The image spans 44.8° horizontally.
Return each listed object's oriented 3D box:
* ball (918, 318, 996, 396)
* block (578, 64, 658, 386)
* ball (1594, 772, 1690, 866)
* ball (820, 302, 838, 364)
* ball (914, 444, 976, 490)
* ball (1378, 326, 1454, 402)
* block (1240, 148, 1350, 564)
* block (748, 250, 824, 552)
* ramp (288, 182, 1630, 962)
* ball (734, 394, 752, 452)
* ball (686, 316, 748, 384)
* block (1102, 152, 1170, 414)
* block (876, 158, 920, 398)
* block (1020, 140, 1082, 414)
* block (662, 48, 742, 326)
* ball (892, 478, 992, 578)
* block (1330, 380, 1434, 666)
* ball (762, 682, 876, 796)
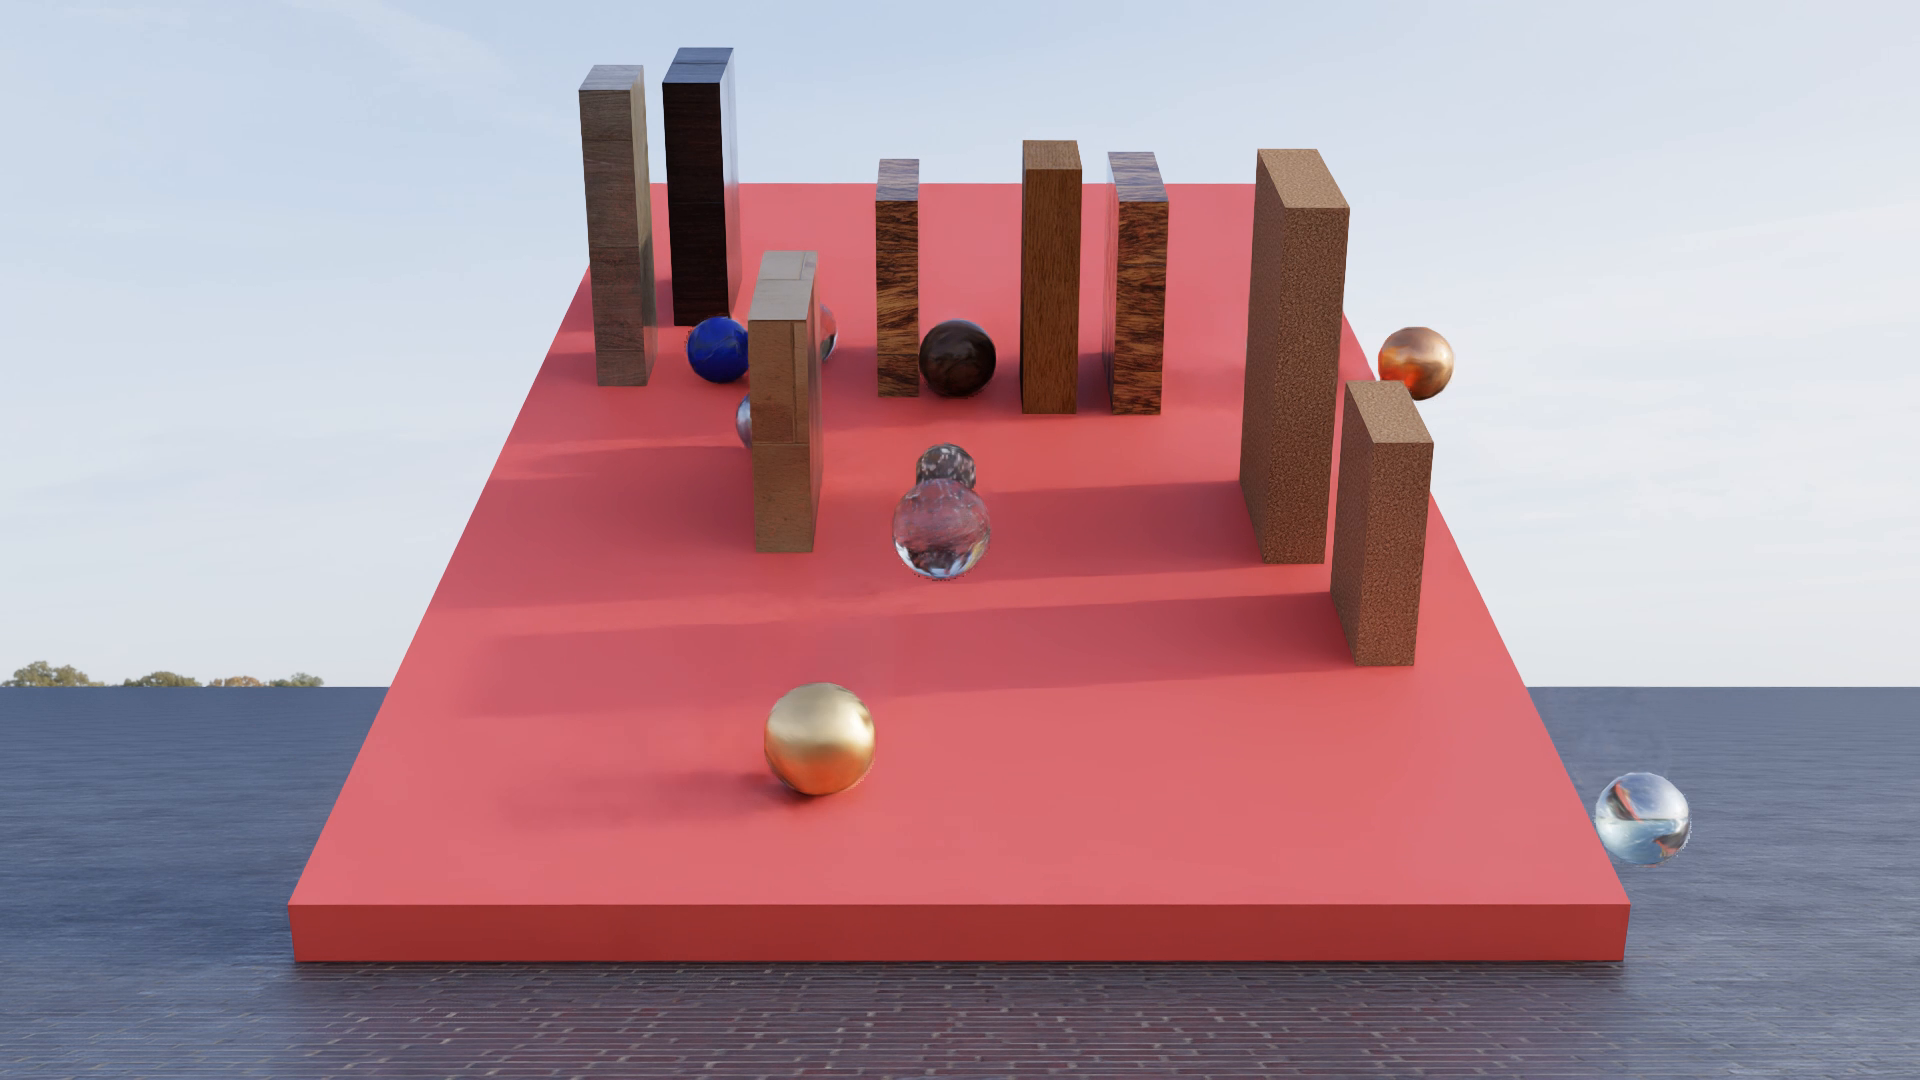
[{"bbox_3d":[-0.006,-0.423,5.403,0.181,0.181,0.181,0,-3,0],"label":"ball"},{"bbox_3d":[-0.796,-0.735,5.454,0.115,0.705,0.251,0,24,0],"label":"block"},{"bbox_3d":[1.273,0.520,4.345,0.172,0.172,0.172,0,-3,0],"label":"ball"},{"bbox_3d":[-0.379,-0.497,5.577,0.171,0.171,0.171,0,-3,0],"label":"ball"},{"bbox_3d":[-0.029,-0.136,4.826,0.128,0.128,0.128,0,-3,0],"label":"ball"},{"bbox_3d":[1.065,-0.412,5.442,0.177,0.177,0.177,0,-3,0],"label":"ball"},{"bbox_3d":[0.657,-0.370,4.626,0.119,0.721,0.427,0,24,0],"label":"block"},{"bbox_3d":[-0.350,-0.287,4.724,0.112,0.486,0.445,0,24,0],"label":"block"},{"bbox_3d":[-0.008,-0.228,5.312,2.000,0.100,4.000,0,24,0],"label":"ramp"},{"bbox_3d":[-0.413,-0.257,5.065,0.153,0.153,0.153,0,-3,0],"label":"ball"},{"bbox_3d":[-0.566,-0.448,5.484,0.157,0.157,0.157,0,-3,0],"label":"ball"},{"bbox_3d":[0.403,-0.603,5.414,0.110,0.502,0.430,0,24,0],"label":"block"},{"bbox_3d":[-0.144,-0.622,5.491,0.095,0.471,0.364,0,24,0],"label":"block"},{"bbox_3d":[0.205,-0.601,5.322,0.124,0.573,0.254,0,24,0],"label":"block"},{"bbox_3d":[-0.653,-0.905,5.941,0.140,0.619,0.399,0,24,0],"label":"block"},{"bbox_3d":[-0.036,-0.023,4.493,0.193,0.193,0.193,0,-3,0],"label":"ball"},{"bbox_3d":[0.762,-0.035,4.233,0.104,0.431,0.312,0,24,0],"label":"block"},{"bbox_3d":[-0.225,0.319,3.741,0.182,0.182,0.182,0,-3,0],"label":"ball"}]
